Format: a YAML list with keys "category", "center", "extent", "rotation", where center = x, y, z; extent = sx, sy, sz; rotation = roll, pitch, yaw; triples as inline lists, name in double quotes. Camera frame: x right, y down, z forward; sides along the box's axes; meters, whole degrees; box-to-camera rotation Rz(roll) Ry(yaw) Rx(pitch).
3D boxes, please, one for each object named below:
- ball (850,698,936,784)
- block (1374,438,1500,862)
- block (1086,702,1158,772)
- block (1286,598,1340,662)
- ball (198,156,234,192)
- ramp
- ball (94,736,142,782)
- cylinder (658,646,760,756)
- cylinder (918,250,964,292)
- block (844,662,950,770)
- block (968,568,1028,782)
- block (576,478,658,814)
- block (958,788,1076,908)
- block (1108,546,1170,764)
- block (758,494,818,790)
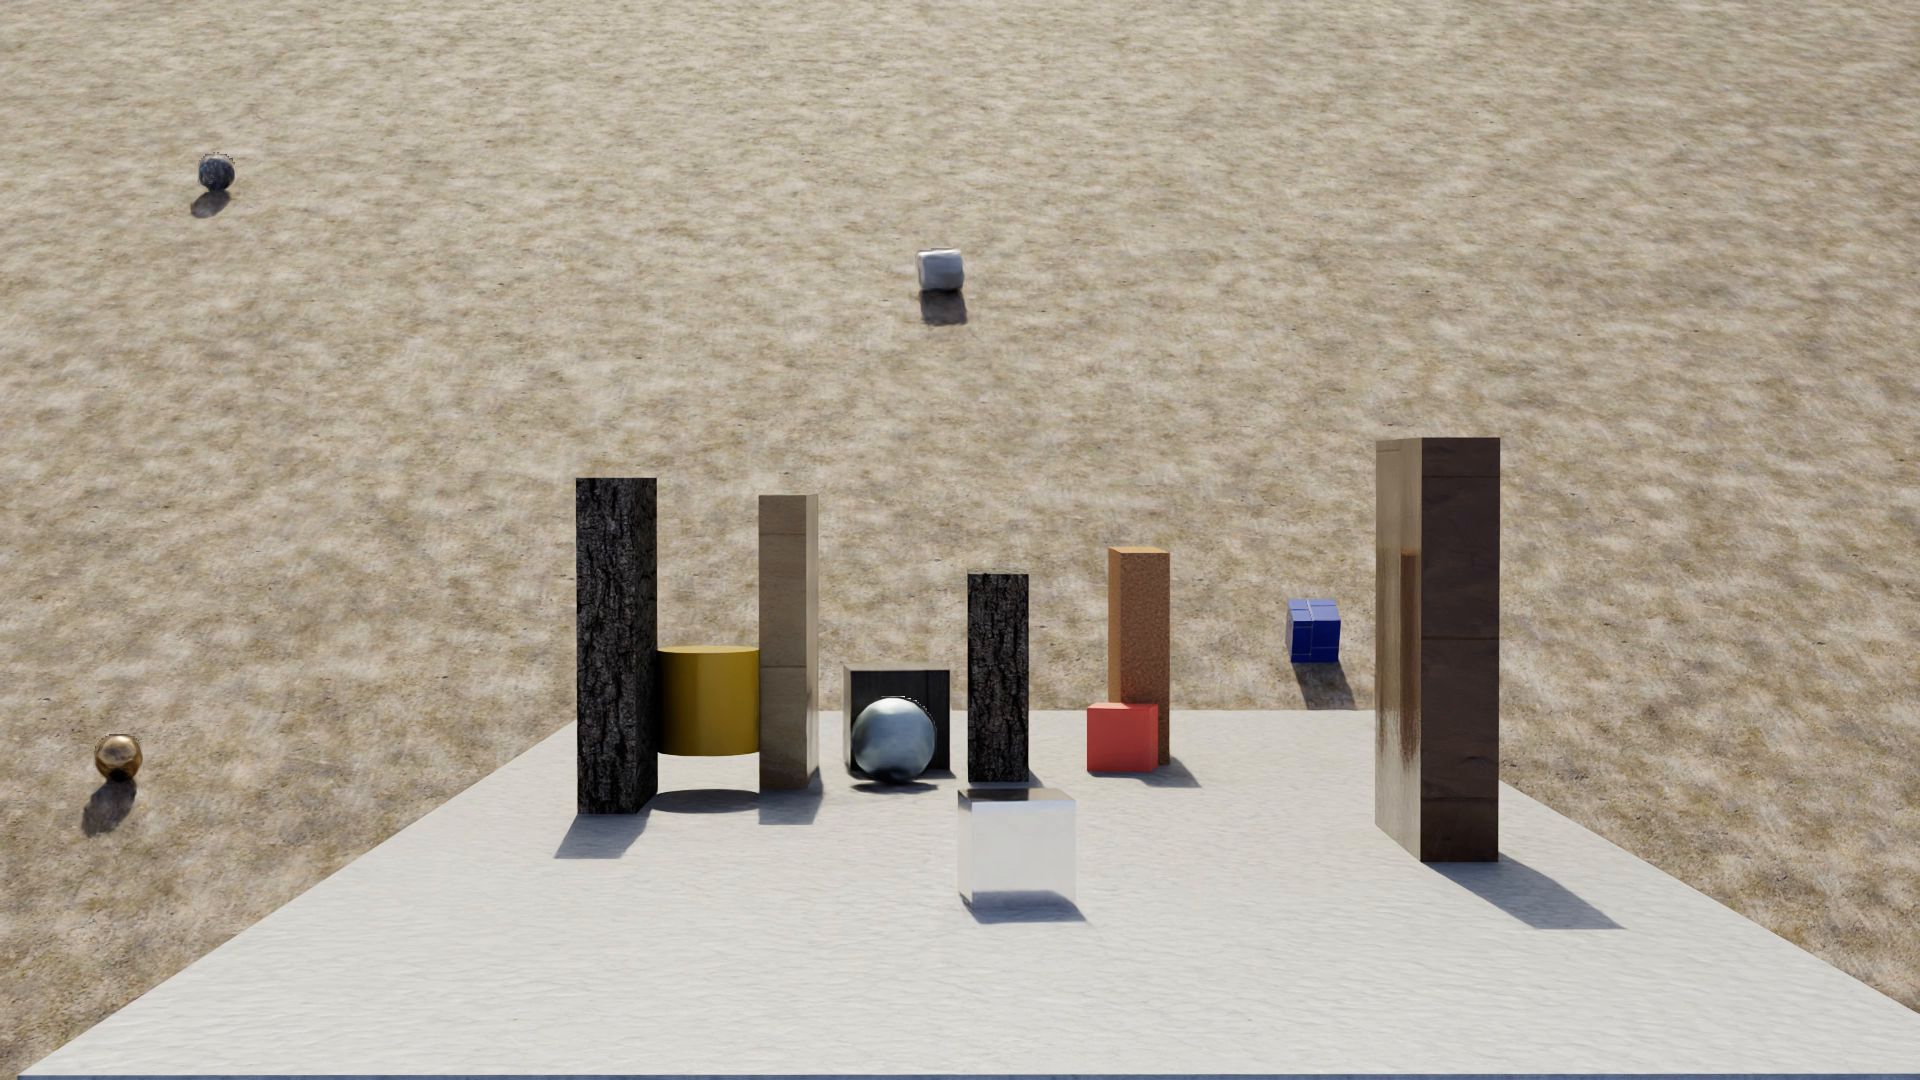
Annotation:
- category: "ball"
  center: [-0.130, 0.390, 5.016]
  extent: [0.165, 0.165, 0.165]
  rotation: [0, 26, 0]
- category: "block"
  center: [0.770, 0.164, 4.189]
  extent: [0.121, 0.655, 0.431]
  rotation: [0, 1, 0]
- category: "block"
  center: [0.332, 0.402, 5.266]
  extent: [0.128, 0.128, 0.128]
  rotation: [0, 1, 12]
- category: "block"
  center: [0.959, 0.246, 7.017]
  extent: [0.128, 0.128, 0.128]
  rotation: [0, 26, -1]
- category: "ball"
  center: [-3.054, -1.506, 10.592]
  extent: [0.146, 0.146, 0.146]
  rotation: [0, 26, 0]
- category: "ramp"
  center: [0.059, 0.533, 4.570]
  extent: [2.000, 0.100, 4.000]
  rotation: [0, 1, 0]
- category: "ball"
  center: [-2.094, 0.544, 6.420]
  extent: [0.114, 0.114, 0.114]
  rotation: [0, 26, 0]
- category: "cylinder"
  center: [-0.477, 0.304, 4.892]
  extent: [0.193, 0.193, 0.193]
  rotation: [0, 2, 0]
- category: "cylinder"
  center: [-0.072, -0.996, 9.537]
  extent: [0.146, 0.146, 0.146]
  rotation: [-6, 27, -9]
- category: "block"
  center: [-0.133, 0.363, 5.349]
  extent: [0.202, 0.202, 0.202]
  rotation: [0, 1, -7]
- category: "block"
  center: [0.075, 0.265, 5.190]
  extent: [0.119, 0.406, 0.321]
  rotation: [0, 1, 0]
- category: "block"
  center: [-0.625, 0.183, 4.718]
  extent: [0.104, 0.594, 0.335]
  rotation: [0, 1, 0]
- category: "block"
  center: [0.079, 0.433, 3.646]
  extent: [0.146, 0.146, 0.146]
  rotation: [0, 1, -8]
- category: "block"
  center: [0.382, 0.240, 5.549]
  extent: [0.101, 0.438, 0.443]
  rotation: [0, 1, 0]
- category: "block"
  center: [-0.338, 0.190, 5.123]
  extent: [0.091, 0.560, 0.425]
  rotation: [0, 1, 0]
